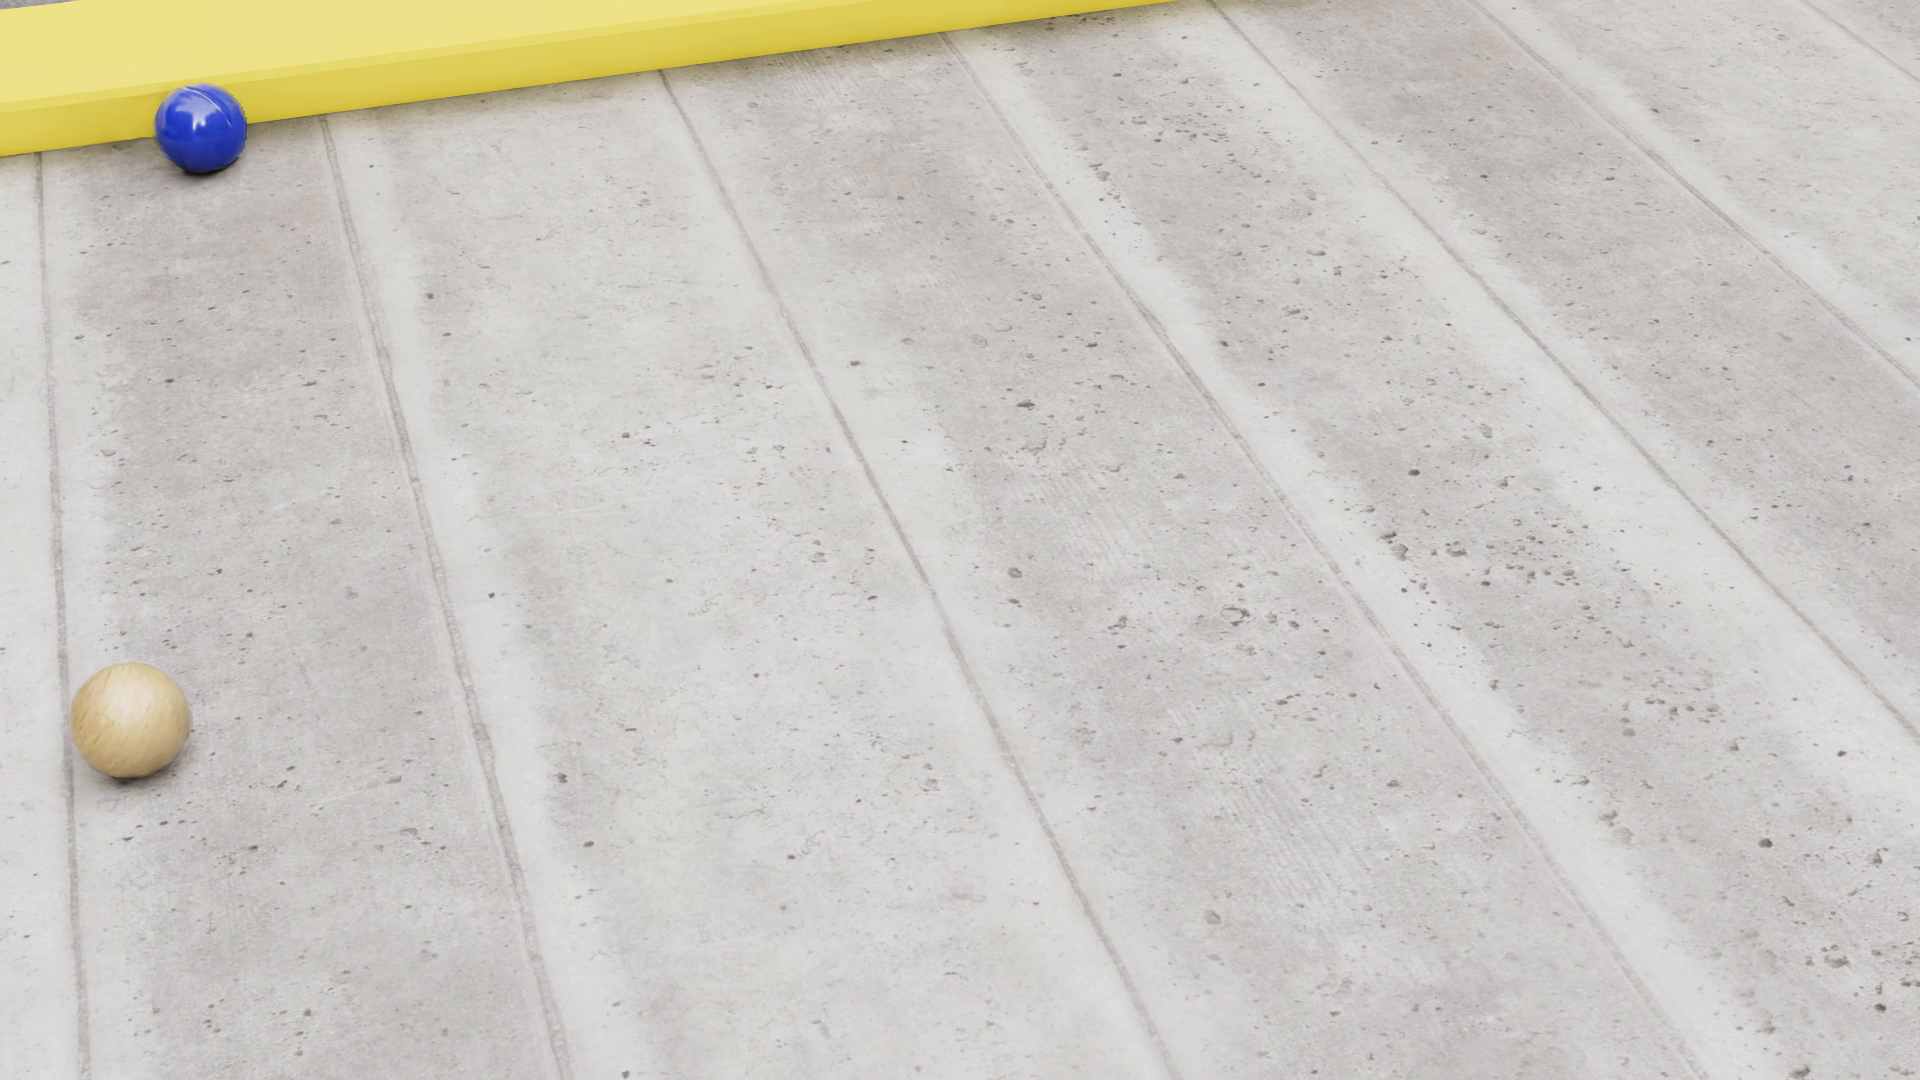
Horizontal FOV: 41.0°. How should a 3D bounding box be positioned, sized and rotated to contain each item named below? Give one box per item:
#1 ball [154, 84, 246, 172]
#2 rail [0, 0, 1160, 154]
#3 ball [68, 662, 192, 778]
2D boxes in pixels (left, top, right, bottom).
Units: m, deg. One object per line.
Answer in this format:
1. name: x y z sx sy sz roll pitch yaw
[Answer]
1. ball: -0.592 -0.321 2.000 0.069 0.069 0.069 0 36 0
2. rail: 0.452 -0.564 2.295 2.860 0.119 0.045 -10 37 -14
3. ball: -0.458 0.099 1.416 0.064 0.064 0.064 0 36 0
